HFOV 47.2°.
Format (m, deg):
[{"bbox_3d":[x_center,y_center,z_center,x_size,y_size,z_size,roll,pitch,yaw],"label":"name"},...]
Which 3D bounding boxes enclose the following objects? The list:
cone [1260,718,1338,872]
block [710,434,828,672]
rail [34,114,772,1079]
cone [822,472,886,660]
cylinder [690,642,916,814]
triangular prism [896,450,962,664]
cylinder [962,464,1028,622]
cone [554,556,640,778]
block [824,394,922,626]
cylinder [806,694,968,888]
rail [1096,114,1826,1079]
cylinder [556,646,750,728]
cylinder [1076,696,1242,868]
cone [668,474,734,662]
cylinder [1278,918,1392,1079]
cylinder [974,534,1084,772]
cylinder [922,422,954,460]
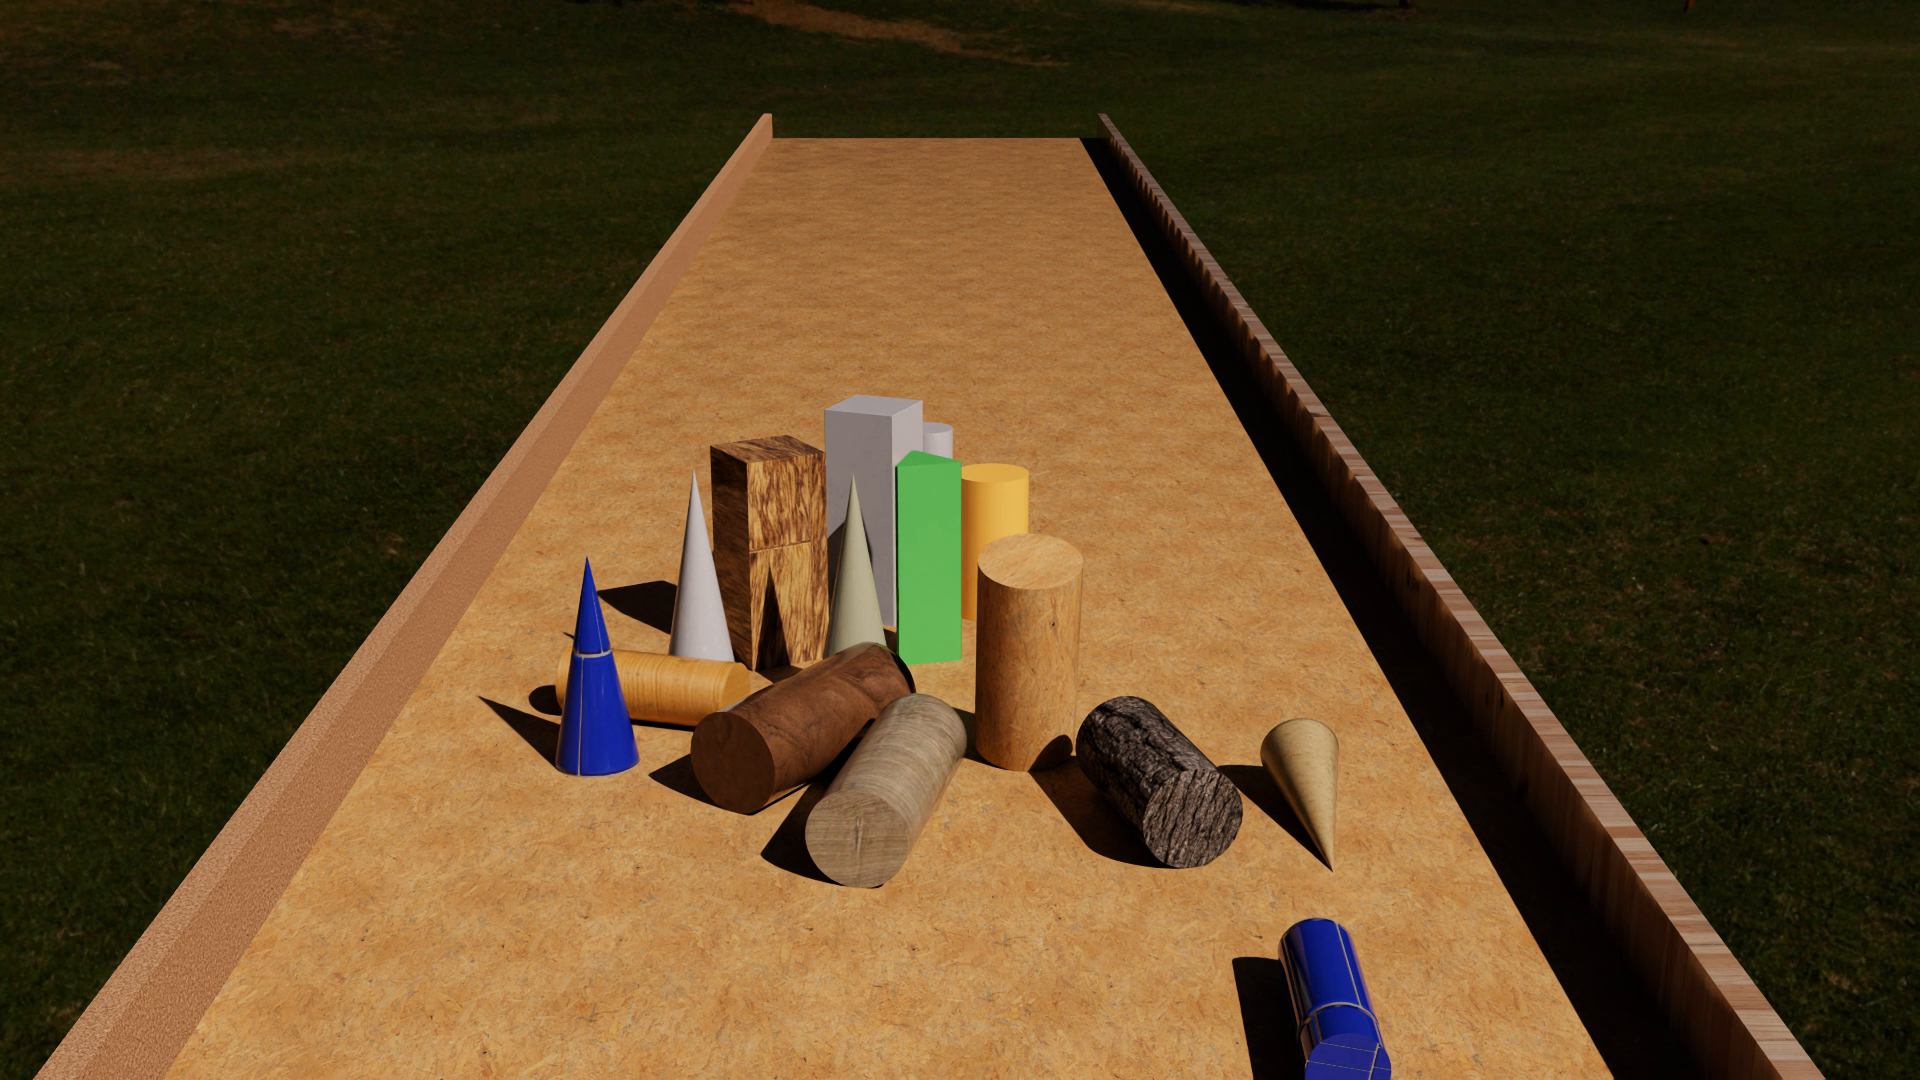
[{"bbox_3d":[0.585,0.444,3.618,0.135,0.135,0.352,0,27,-1],"label":"cone"},{"bbox_3d":[-0.380,0.024,4.401,0.170,0.425,0.170,-10,19,-29],"label":"block"},{"bbox_3d":[-1.118,-0.838,7.780,0.050,0.150,12.000,0,17,-1],"label":"rail"},{"bbox_3d":[-0.197,0.094,4.108,0.157,0.457,0.157,0,17,0],"label":"cone"},{"bbox_3d":[-0.266,0.321,3.834,0.179,0.179,0.420,10,19,31],"label":"cylinder"},{"bbox_3d":[-0.077,0.033,4.396,0.133,0.410,0.115,-5,17,-16],"label":"triangular prism"},{"bbox_3d":[0.067,0.005,4.670,0.156,0.307,0.156,0,17,0],"label":"cylinder"},{"bbox_3d":[-0.644,0.209,3.851,0.152,0.384,0.152,0,17,0],"label":"cone"},{"bbox_3d":[-0.179,-0.064,4.647,0.154,0.454,0.154,7,18,22],"label":"block"},{"bbox_3d":[-0.114,0.401,3.590,0.164,0.164,0.431,4,17,12],"label":"cylinder"},{"bbox_3d":[0.932,-0.844,7.801,0.050,0.150,12.000,0,17,-1],"label":"rail"},{"bbox_3d":[-0.570,0.274,4.082,0.335,0.127,0.127,5,17,17],"label":"cylinder"},{"bbox_3d":[0.322,0.392,3.612,0.168,0.168,0.335,-5,17,-15],"label":"cylinder"},{"bbox_3d":[-0.494,0.084,4.144,0.154,0.455,0.154,0,17,0],"label":"cone"},{"bbox_3d":[0.495,0.625,2.932,0.109,0.109,0.324,1,17,2],"label":"cylinder"},{"bbox_3d":[0.118,0.198,3.837,0.180,0.380,0.180,1,31,0],"label":"cylinder"},{"bbox_3d":[-0.067,-0.075,4.857,0.104,0.355,0.104,0,17,0],"label":"cylinder"}]
